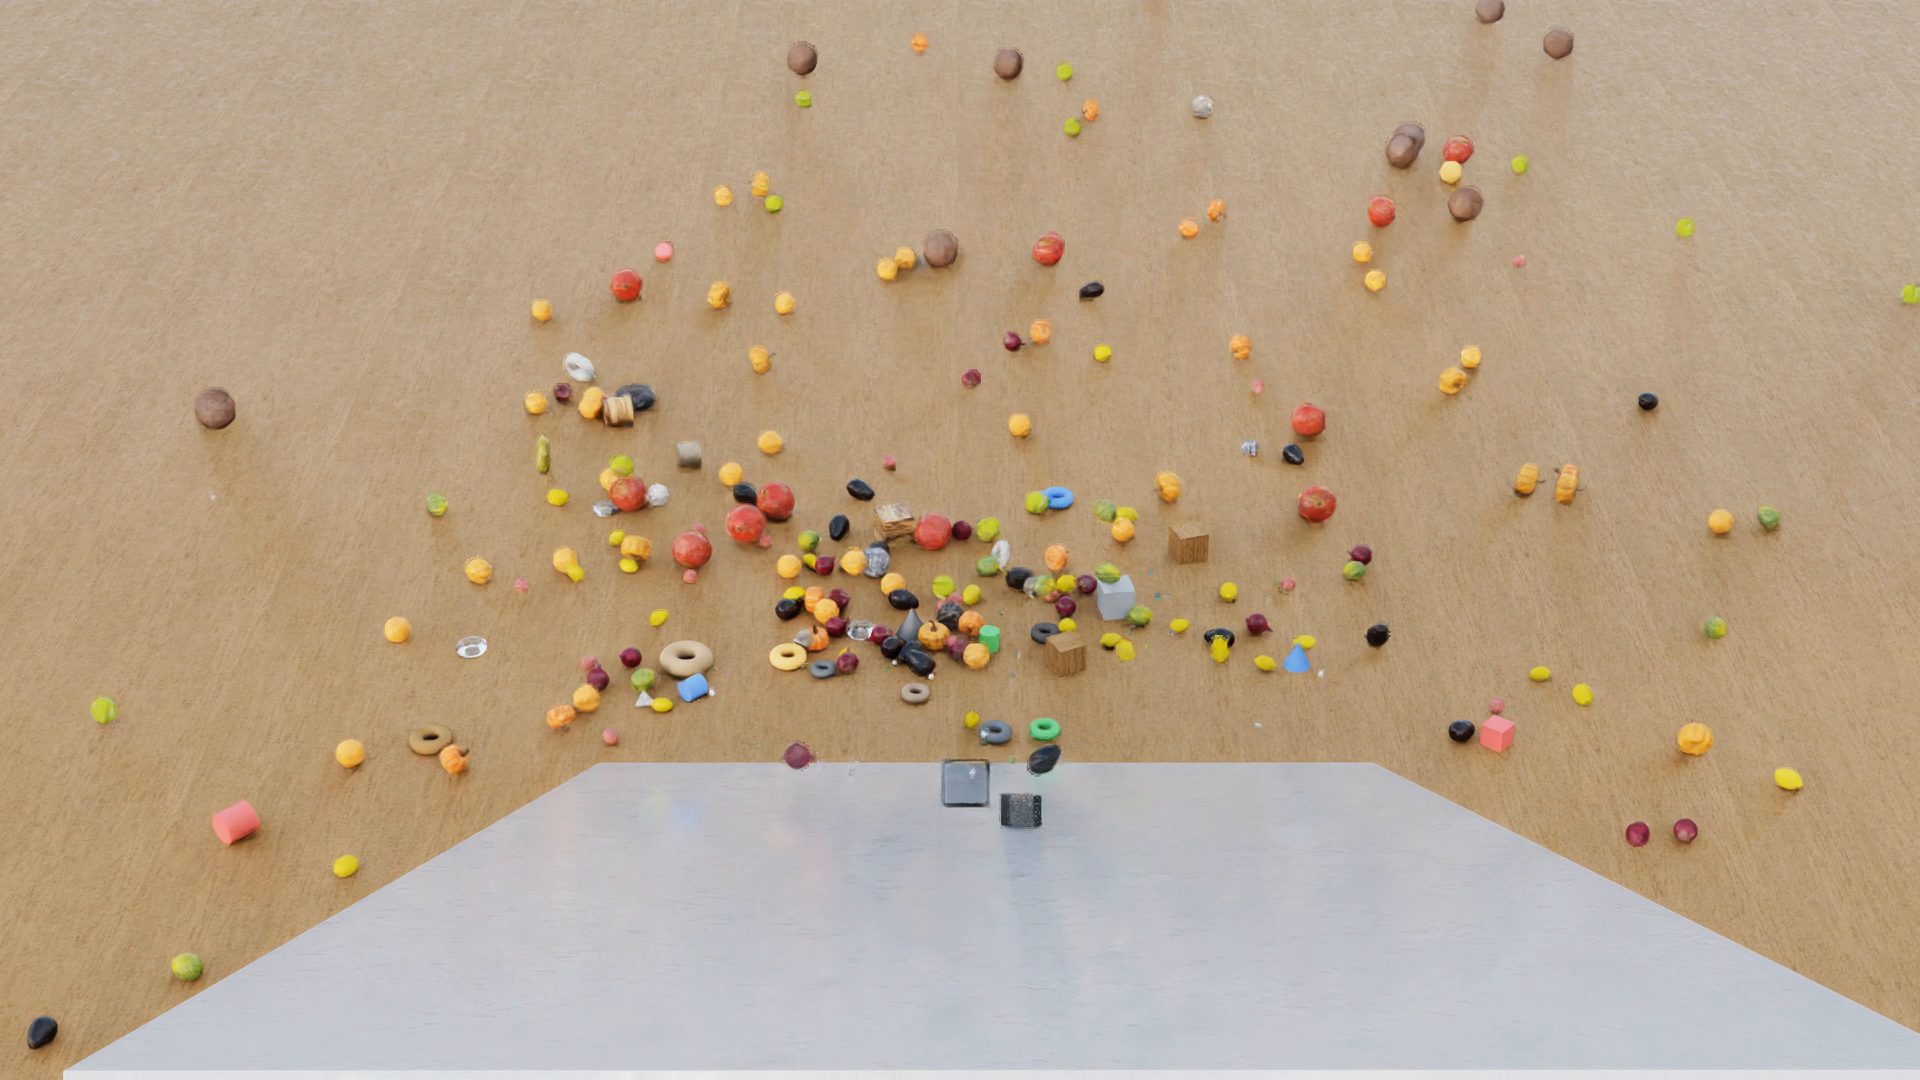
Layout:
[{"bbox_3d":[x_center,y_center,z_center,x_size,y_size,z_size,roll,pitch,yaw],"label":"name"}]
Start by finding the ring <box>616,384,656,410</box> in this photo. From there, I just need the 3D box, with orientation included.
[{"bbox_3d":[-1.071,-0.470,8.549,0.139,0.046,0.139,1,31,-1],"label":"ring"}]

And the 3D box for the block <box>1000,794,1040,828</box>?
[{"bbox_3d":[0.120,0.535,5.129,0.060,0.060,0.060,0,0,-24],"label":"block"}]

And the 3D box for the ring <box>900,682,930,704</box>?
[{"bbox_3d":[-0.121,0.419,7.084,0.083,0.028,0.083,1,30,-1],"label":"ring"}]

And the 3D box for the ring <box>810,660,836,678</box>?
[{"bbox_3d":[-0.379,0.359,7.187,0.075,0.025,0.075,-1,30,1],"label":"ring"}]

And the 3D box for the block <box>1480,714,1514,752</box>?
[{"bbox_3d":[1.430,0.515,6.890,0.062,0.062,0.062,24,38,34],"label":"block"}]

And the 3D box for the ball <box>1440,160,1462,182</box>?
[{"bbox_3d":[1.920,-1.441,10.126,0.087,0.087,0.087,0,31,0],"label":"ball"}]

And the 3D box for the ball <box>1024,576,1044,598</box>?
[{"bbox_3d":[0.214,0.136,7.524,0.060,0.060,0.060,0,31,0],"label":"ball"}]

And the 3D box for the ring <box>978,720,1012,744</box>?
[{"bbox_3d":[0.095,0.514,6.924,0.091,0.030,0.091,1,32,0],"label":"ring"}]

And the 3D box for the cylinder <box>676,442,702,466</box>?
[{"bbox_3d":[-0.857,-0.271,8.193,0.069,0.069,0.069,-8,32,-13],"label":"cylinder"}]

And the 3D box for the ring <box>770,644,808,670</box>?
[{"bbox_3d":[-0.480,0.326,7.233,0.105,0.035,0.105,0,32,0],"label":"ring"}]

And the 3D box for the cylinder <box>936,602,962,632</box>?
[{"bbox_3d":[-0.030,0.218,7.385,0.062,0.062,0.062,7,33,12],"label":"cylinder"}]

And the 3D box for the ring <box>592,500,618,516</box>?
[{"bbox_3d":[-1.088,-0.097,7.946,0.076,0.025,0.076,3,32,-2],"label":"ring"}]

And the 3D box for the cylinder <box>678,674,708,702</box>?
[{"bbox_3d":[-0.730,0.403,7.081,0.059,0.059,0.059,-27,40,-37],"label":"cylinder"}]

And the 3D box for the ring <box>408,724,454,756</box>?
[{"bbox_3d":[-1.407,0.530,6.889,0.117,0.039,0.117,1,31,-1],"label":"ring"}]

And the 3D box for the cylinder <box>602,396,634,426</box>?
[{"bbox_3d":[-1.112,-0.421,8.425,0.088,0.088,0.088,-9,32,-15],"label":"cylinder"}]

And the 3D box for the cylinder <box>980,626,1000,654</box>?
[{"bbox_3d":[0.083,0.279,7.288,0.057,0.057,0.057,0,31,0],"label":"cylinder"}]

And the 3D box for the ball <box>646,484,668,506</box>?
[{"bbox_3d":[-0.931,-0.139,7.976,0.067,0.067,0.067,0,31,0],"label":"ball"}]

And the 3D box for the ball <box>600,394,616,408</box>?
[{"bbox_3d":[-1.150,-0.446,8.493,0.061,0.061,0.061,0,31,0],"label":"ball"}]

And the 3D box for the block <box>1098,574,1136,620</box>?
[{"bbox_3d":[0.449,0.166,7.446,0.090,0.090,0.090,-5,31,-8],"label":"block"}]

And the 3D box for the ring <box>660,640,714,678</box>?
[{"bbox_3d":[-0.762,0.331,7.210,0.149,0.050,0.149,1,30,-1],"label":"ring"}]

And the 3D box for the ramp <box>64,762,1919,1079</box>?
[{"bbox_3d":[0.069,0.612,4.685,2.000,0.100,4.000,0,0,0],"label":"ramp"}]

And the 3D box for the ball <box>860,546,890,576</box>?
[{"bbox_3d":[-0.252,0.063,7.616,0.090,0.090,0.090,0,31,0],"label":"ball"}]

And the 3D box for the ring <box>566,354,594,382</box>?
[{"bbox_3d":[-1.271,-0.575,8.662,0.111,0.111,0.037,16,51,25],"label":"ring"}]

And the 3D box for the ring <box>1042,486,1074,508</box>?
[{"bbox_3d":[0.300,-0.131,7.994,0.102,0.034,0.102,0,32,0],"label":"ring"}]

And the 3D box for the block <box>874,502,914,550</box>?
[{"bbox_3d":[-0.198,-0.042,7.787,0.095,0.095,0.095,-11,33,-18],"label":"block"}]

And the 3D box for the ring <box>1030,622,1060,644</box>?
[{"bbox_3d":[0.243,0.264,7.342,0.087,0.029,0.087,0,32,0],"label":"ring"}]

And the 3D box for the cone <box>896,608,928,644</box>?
[{"bbox_3d":[-0.135,0.229,7.338,0.093,0.093,0.093,0,31,0],"label":"cone"}]

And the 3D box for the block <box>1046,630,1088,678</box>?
[{"bbox_3d":[0.295,0.316,7.202,0.084,0.084,0.084,-15,34,-24],"label":"block"}]

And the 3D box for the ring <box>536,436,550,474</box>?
[{"bbox_3d":[-1.310,-0.268,8.142,0.039,0.117,0.117,-1,31,-13],"label":"ring"}]

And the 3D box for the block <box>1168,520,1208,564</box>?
[{"bbox_3d":[0.680,0.007,7.710,0.090,0.090,0.090,-10,32,-16],"label":"block"}]

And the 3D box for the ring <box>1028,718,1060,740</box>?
[{"bbox_3d":[0.227,0.507,6.936,0.087,0.029,0.087,-1,31,1],"label":"ring"}]

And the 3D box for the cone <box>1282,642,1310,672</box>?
[{"bbox_3d":[0.940,0.316,7.208,0.077,0.077,0.077,0,31,0],"label":"cone"}]

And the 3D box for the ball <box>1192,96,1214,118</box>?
[{"bbox_3d":[1.001,-1.791,10.705,0.092,0.092,0.092,0,31,0],"label":"ball"}]

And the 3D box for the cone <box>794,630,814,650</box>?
[{"bbox_3d":[-0.450,0.279,7.246,0.057,0.057,0.057,21,13,31],"label":"cone"}]

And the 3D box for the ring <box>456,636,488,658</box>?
[{"bbox_3d":[-1.374,0.300,7.281,0.088,0.029,0.088,-1,30,1],"label":"ring"}]

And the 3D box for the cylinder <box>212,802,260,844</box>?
[{"bbox_3d":[-1.829,0.714,6.540,0.082,0.082,0.082,26,40,36],"label":"cylinder"}]

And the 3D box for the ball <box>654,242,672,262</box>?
[{"bbox_3d":[-1.088,-1.058,9.507,0.067,0.067,0.067,0,31,0],"label":"ball"}]

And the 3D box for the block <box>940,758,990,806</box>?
[{"bbox_3d":[0.011,0.520,5.559,0.095,0.095,0.095,0,0,-8],"label":"block"}]

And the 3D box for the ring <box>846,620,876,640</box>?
[{"bbox_3d":[-0.281,0.255,7.356,0.087,0.029,0.087,0,30,0],"label":"ring"}]

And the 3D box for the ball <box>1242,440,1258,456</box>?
[{"bbox_3d":[0.924,-0.293,8.248,0.050,0.050,0.050,0,31,0],"label":"ball"}]
